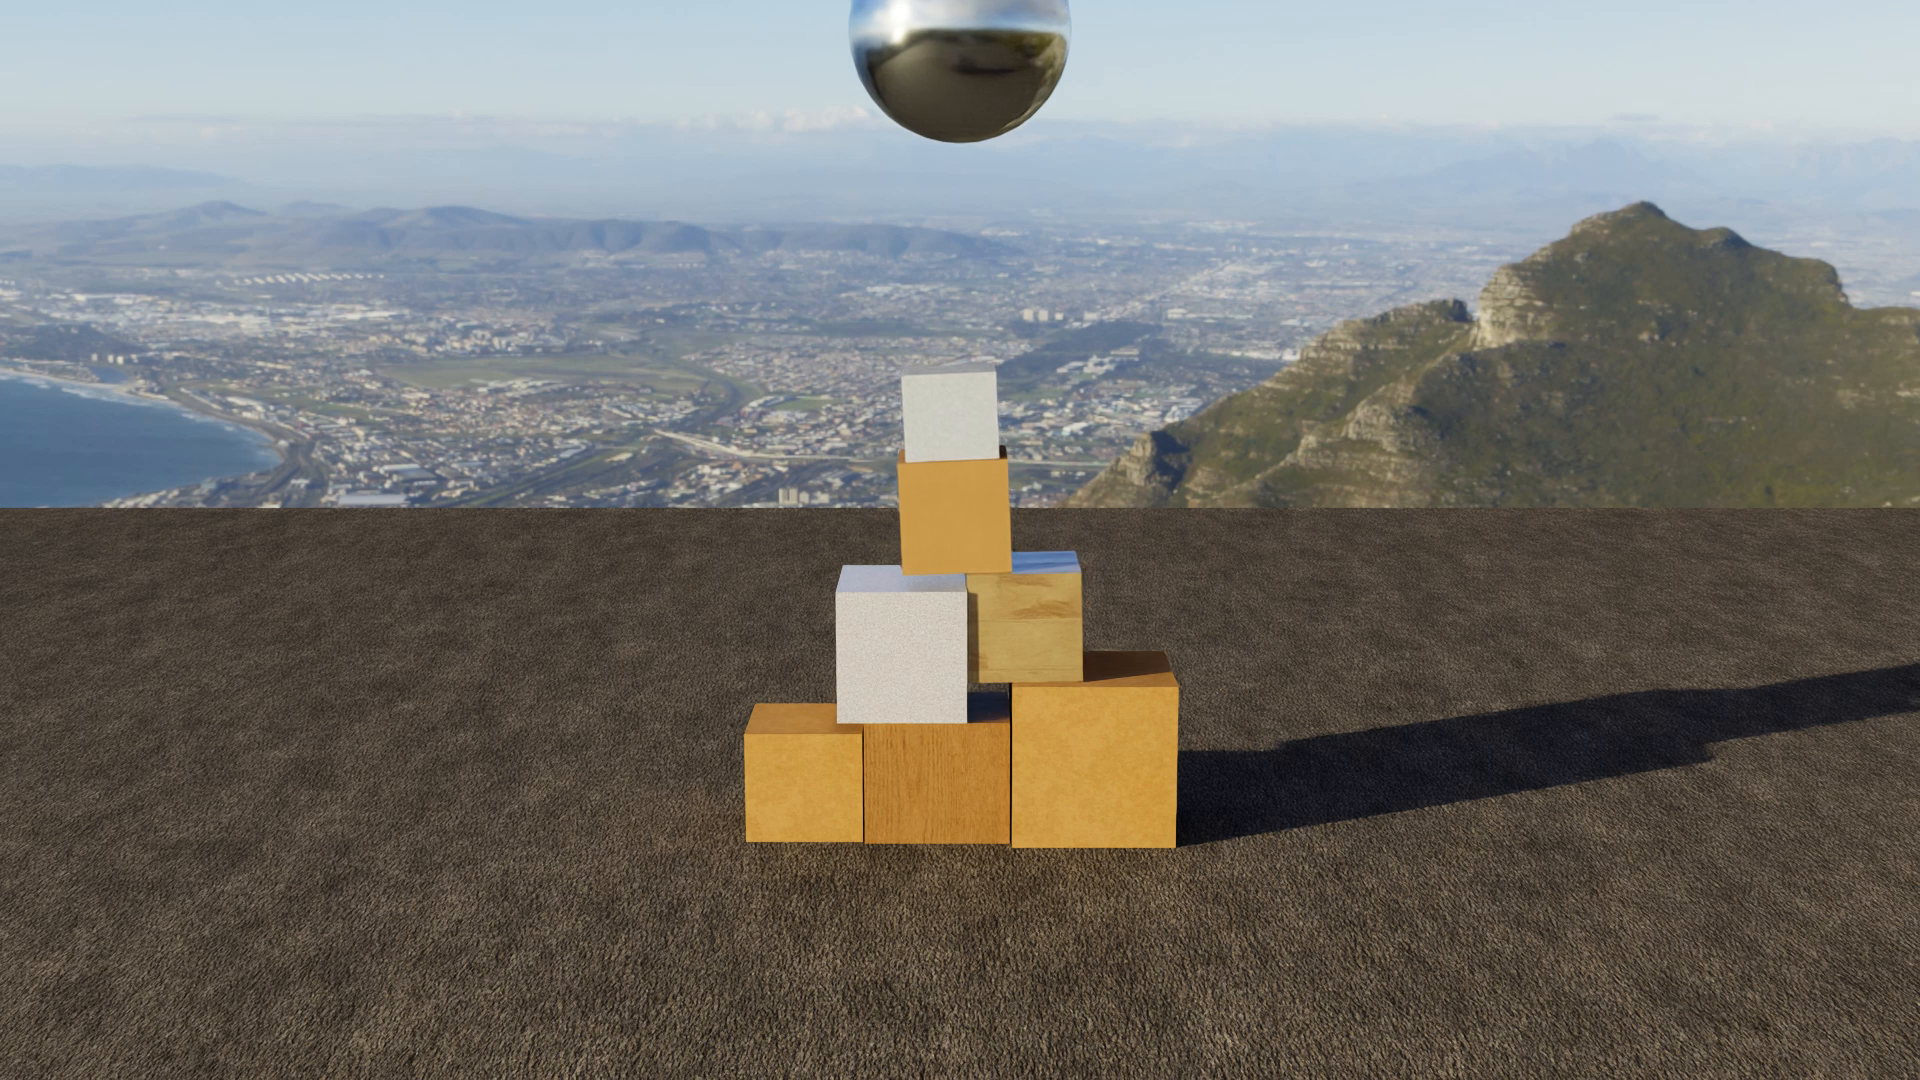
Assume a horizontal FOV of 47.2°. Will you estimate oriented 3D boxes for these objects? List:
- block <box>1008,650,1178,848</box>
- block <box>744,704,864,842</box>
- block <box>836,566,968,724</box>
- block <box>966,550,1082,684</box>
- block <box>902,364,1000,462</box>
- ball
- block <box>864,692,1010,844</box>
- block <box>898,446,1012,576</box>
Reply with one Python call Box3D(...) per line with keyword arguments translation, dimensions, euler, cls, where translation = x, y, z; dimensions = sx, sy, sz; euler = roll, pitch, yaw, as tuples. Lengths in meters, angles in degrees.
Box3D(translation=(0.673, 1.068, 11.369), dimensions=(0.823, 0.831, 0.785), euler=(0, 10, 0), cls="block")
Box3D(translation=(-0.788, 1.198, 11.399), dimensions=(0.593, 0.564, 0.612), euler=(0, 10, 0), cls="block")
Box3D(translation=(-0.290, 0.525, 11.288), dimensions=(0.650, 0.671, 0.690), euler=(0, 10, 0), cls="block")
Box3D(translation=(0.324, 0.387, 11.246), dimensions=(0.570, 0.551, 0.594), euler=(-1, 10, 0), cls="block")
Box3D(translation=(-0.046, -0.644, 11.079), dimensions=(0.466, 0.430, 0.417), euler=(-2, 10, 0), cls="block")
Box3D(translation=(0.000, -3.641, 15.707), dimensions=(1.600, 1.600, 1.600), euler=(0, 10, 0), cls="ball")
Box3D(translation=(-0.115, 1.170, 11.376), dimensions=(0.733, 0.628, 0.632), euler=(0, 10, 0), cls="block")
Box3D(translation=(-0.025, -0.156, 11.166), dimensions=(0.546, 0.563, 0.519), euler=(-2, 10, 0), cls="block")
